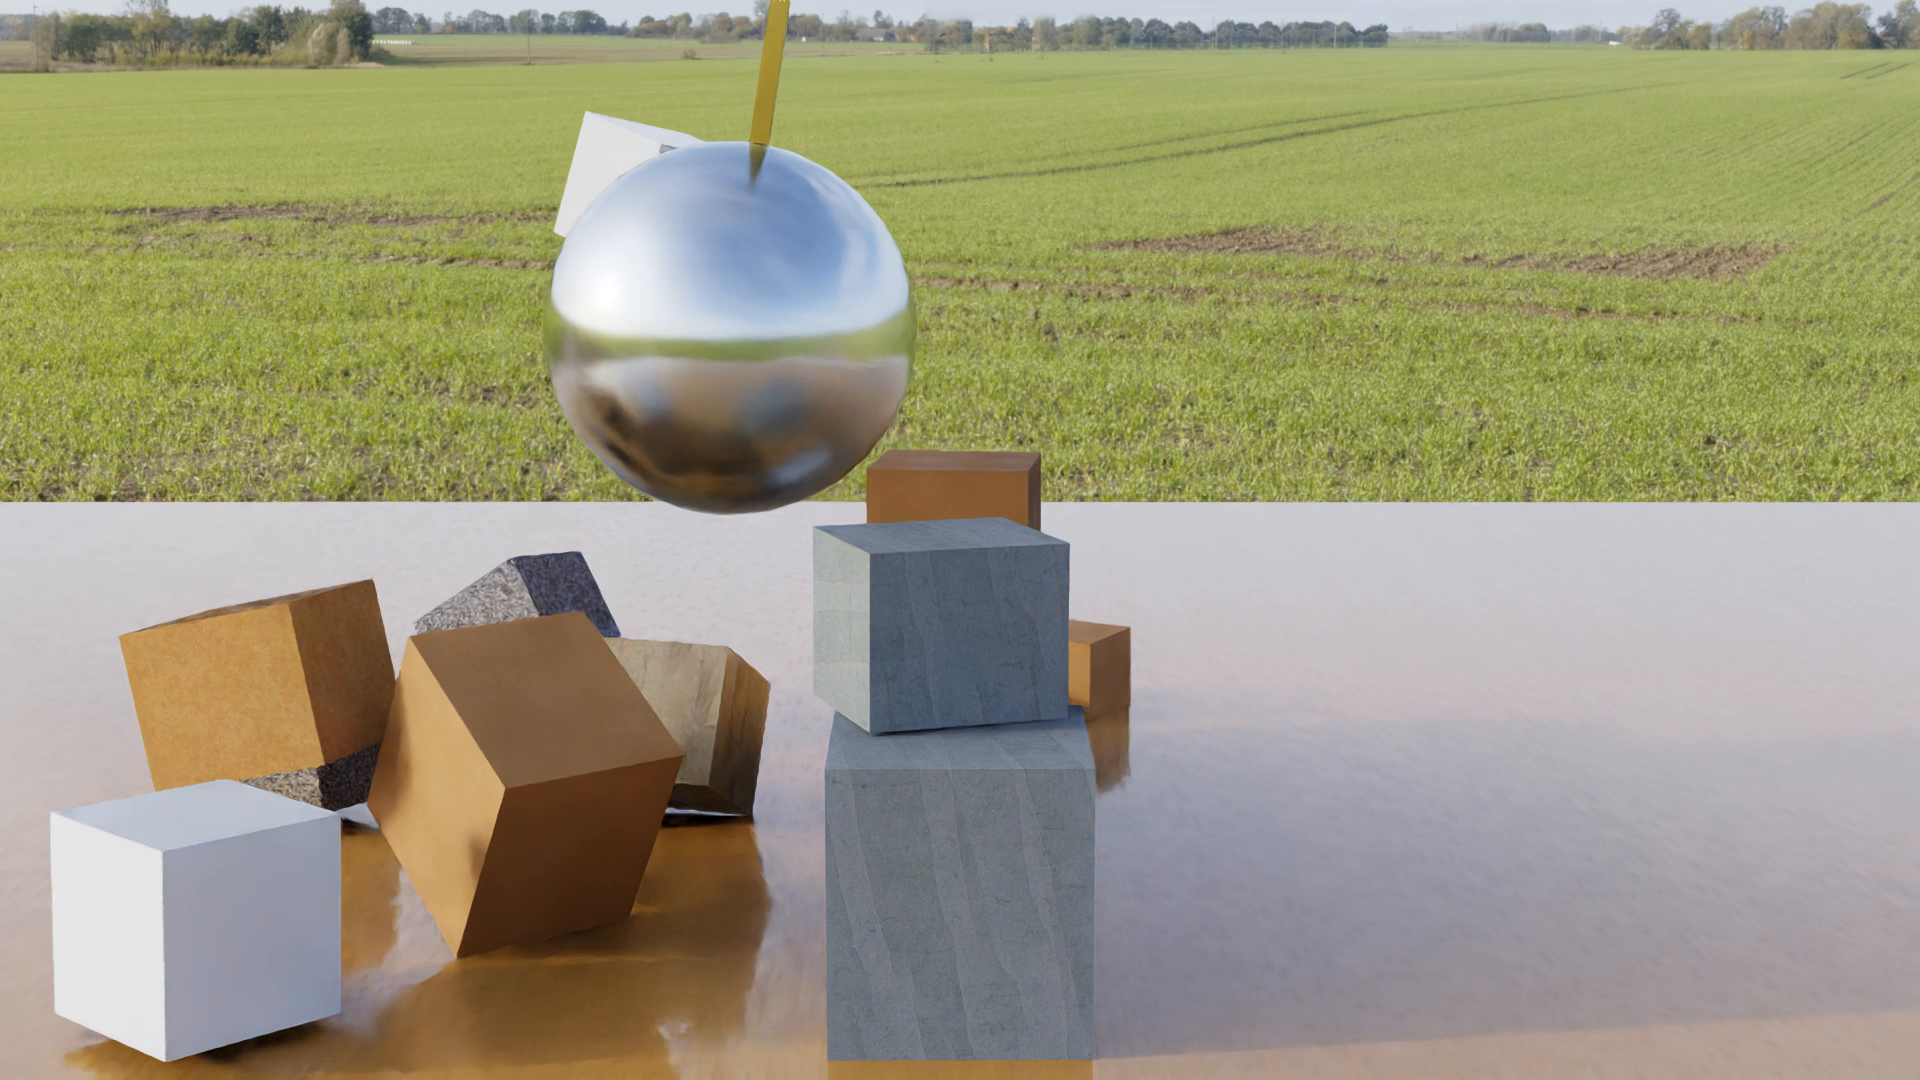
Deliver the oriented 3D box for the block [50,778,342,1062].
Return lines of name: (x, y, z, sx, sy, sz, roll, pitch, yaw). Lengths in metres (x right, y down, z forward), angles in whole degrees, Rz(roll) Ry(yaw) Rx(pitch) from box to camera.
block: (-2.812, 1.378, 9.462, 0.726, 0.764, 0.744, 9, 11, 40)

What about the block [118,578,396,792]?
block: (-2.920, 0.607, 10.795, 0.808, 0.674, 0.698, -10, 4, 17)

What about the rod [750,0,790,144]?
rod: (-0.426, -4.206, 10.416, 0.080, 5.200, 0.080, 9, 10, -2)

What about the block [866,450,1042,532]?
block: (-0.019, -0.052, 12.478, 0.767, 0.675, 0.736, 1, 9, 6)

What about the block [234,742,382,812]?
block: (-3.133, 0.957, 12.155, 0.649, 0.624, 0.576, -6, 2, 25)

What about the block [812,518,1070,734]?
block: (-0.083, 0.311, 9.898, 0.793, 0.672, 0.713, -3, 9, -20)

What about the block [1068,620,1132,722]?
block: (0.618, 0.723, 14.359, 0.502, 0.440, 0.514, 6, 12, 29)

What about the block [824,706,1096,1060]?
block: (-0.002, 1.259, 9.608, 0.957, 1.085, 0.928, 0, 10, 0)

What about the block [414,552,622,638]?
block: (-2.335, 0.541, 13.724, 0.742, 0.661, 0.629, -31, -11, 24)

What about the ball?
ball: (-0.982, -0.906, 11.016, 1.600, 1.600, 1.600, 0, 10, 0)

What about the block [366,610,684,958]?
block: (-1.807, 0.989, 10.561, 0.800, 0.941, 0.914, -8, 43, -37)

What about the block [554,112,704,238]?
block: (-1.403, -1.582, 11.903, 0.592, 0.580, 0.619, 5, 17, -44)

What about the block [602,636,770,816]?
block: (-1.364, 0.881, 12.088, 0.690, 0.651, 0.764, 4, -15, 12)
